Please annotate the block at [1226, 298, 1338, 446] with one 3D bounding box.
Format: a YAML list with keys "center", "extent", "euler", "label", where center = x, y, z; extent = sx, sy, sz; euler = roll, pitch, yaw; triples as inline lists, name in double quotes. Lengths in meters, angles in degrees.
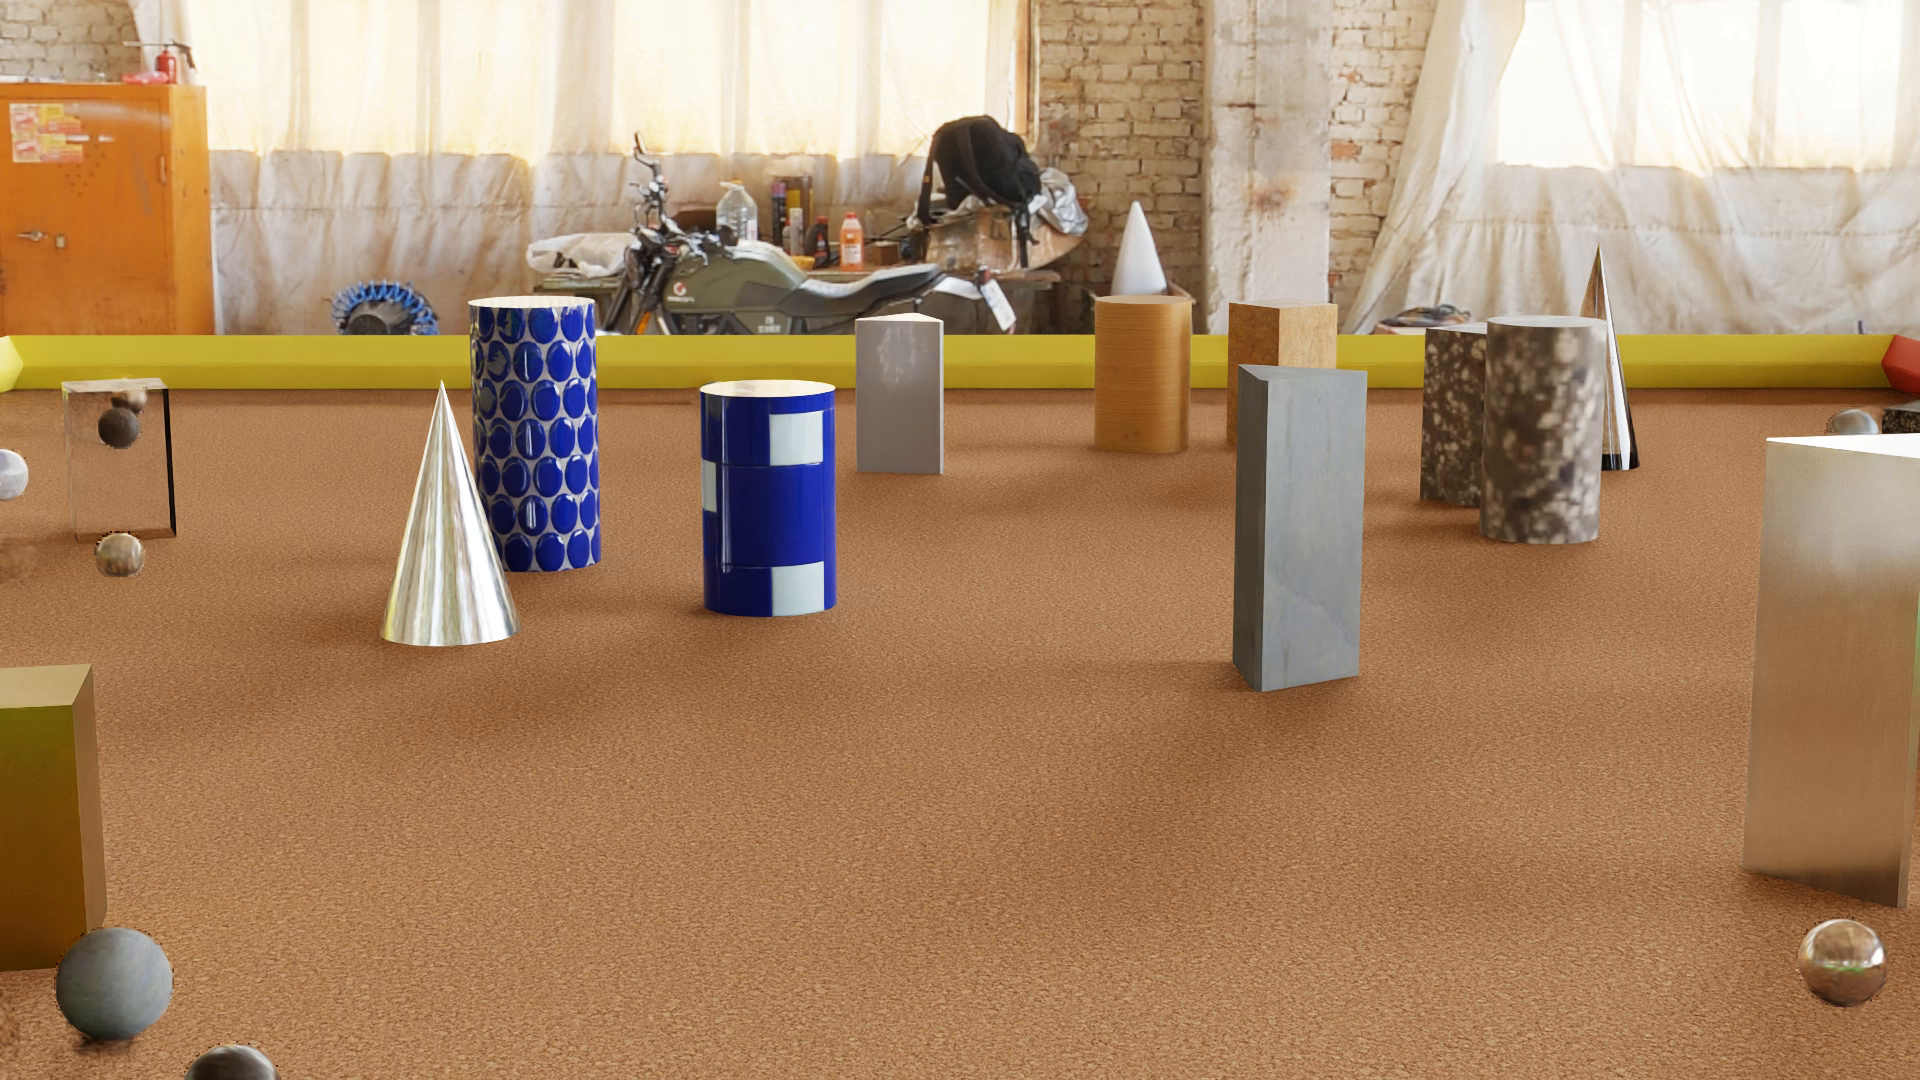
- center: [0.612, -0.316, 4.885]
  extent: [0.145, 0.270, 0.145]
  euler: [-7, 13, -34]
  label: "block"

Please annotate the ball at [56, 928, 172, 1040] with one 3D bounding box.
- center: [-0.636, 0.334, 1.930]
  extent: [0.084, 0.084, 0.084]
  euler: [0, 11, 0]
  label: "ball"

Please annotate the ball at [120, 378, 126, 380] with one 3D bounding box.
- center: [-1.736, -0.301, 5.346]
  extent: [0.073, 0.073, 0.073]
  euler: [0, 11, 0]
  label: "ball"

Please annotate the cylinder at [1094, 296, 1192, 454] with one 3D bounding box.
- center: [0.346, -0.316, 4.860]
  extent: [0.181, 0.280, 0.181]
  euler: [0, 11, 0]
  label: "cylinder"

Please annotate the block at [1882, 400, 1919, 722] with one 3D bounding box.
- center: [1.123, 0.024, 2.870]
  extent: [0.145, 0.345, 0.145]
  euler: [10, 15, 43]
  label: "block"

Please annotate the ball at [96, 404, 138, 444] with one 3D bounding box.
- center: [-1.615, -0.222, 4.912]
  extent: [0.077, 0.077, 0.077]
  euler: [0, 11, 0]
  label: "ball"

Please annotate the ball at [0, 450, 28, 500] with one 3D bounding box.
- center: [-1.599, -0.108, 4.280]
  extent: [0.086, 0.086, 0.086]
  euler: [0, 11, 0]
  label: "ball"

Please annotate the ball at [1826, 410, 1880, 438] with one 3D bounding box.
- center: [1.645, -0.194, 4.725]
  extent: [0.091, 0.091, 0.091]
  euler: [0, 11, 0]
  label: "ball"

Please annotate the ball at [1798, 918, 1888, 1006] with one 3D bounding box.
- center: [0.688, 0.329, 2.000]
  extent: [0.067, 0.067, 0.067]
  euler: [0, 11, 0]
  label: "ball"

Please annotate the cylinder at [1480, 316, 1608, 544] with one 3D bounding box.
- center: [0.900, -0.173, 3.961]
  extent: [0.181, 0.331, 0.181]
  euler: [0, 11, 0]
  label: "cylinder"

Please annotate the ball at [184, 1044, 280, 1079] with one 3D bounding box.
- center: [-0.495, 0.377, 1.745]
  extent: [0.067, 0.067, 0.067]
  euler: [0, 11, 0]
  label: "ball"

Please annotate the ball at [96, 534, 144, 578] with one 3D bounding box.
- center: [-1.193, 0.022, 3.644]
  extent: [0.064, 0.064, 0.064]
  euler: [0, 11, 0]
  label: "ball"

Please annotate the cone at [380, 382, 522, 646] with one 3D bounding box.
- center: [-0.658, -0.044, 3.285]
  extent: [0.181, 0.326, 0.181]
  euler: [0, 11, 0]
  label: "cone"

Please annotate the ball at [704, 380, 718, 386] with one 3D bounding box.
- center: [-0.513, -0.301, 5.366]
  extent: [0.064, 0.064, 0.064]
  euler: [0, 11, 0]
  label: "ball"

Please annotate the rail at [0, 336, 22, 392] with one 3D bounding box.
- center: [-2.085, 0.032, 3.438]
  extent: [0.045, 0.118, 4.663]
  euler: [0, 11, 0]
  label: "rail"

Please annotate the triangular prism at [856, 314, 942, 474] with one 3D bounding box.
- center: [-0.096, -0.266, 4.617]
  extent: [0.157, 0.272, 0.136]
  euler: [2, 11, 11]
  label: "triangular prism"

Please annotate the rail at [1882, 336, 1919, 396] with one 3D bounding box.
- center: [2.085, 0.028, 3.462]
  extent: [0.045, 0.118, 4.663]
  euler: [0, 11, 0]
  label: "rail"

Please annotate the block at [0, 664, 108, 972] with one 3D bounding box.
- center: [-0.795, 0.229, 2.123]
  extent: [0.145, 0.219, 0.145]
  euler: [-2, 11, -12]
  label: "block"

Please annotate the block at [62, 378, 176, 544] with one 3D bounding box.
- center: [-1.302, -0.125, 3.971]
  extent: [0.145, 0.232, 0.145]
  euler: [-4, 11, -22]
  label: "block"

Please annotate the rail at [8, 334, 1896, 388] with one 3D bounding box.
- center: [-0.013, -0.395, 5.718]
  extent: [4.218, 0.118, 0.045]
  euler: [0, 11, 0]
  label: "rail"

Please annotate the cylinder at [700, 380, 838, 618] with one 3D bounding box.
- center: [-0.257, -0.059, 3.454]
  extent: [0.181, 0.293, 0.181]
  euler: [0, 11, 0]
  label: "cylinder"

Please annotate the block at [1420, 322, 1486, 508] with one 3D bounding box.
- center: [0.874, -0.209, 4.274]
  extent: [0.145, 0.287, 0.145]
  euler: [-9, 14, -40]
  label: "block"

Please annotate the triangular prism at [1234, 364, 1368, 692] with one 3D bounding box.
- center: [0.375, -0.021, 3.056]
  extent: [0.157, 0.365, 0.136]
  euler: [-7, 13, -33]
  label: "triangular prism"

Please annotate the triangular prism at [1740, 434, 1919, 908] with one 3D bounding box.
- center: [0.816, 0.107, 2.294]
  extent: [0.136, 0.395, 0.157]
  euler: [-10, 14, -41]
  label: "triangular prism"

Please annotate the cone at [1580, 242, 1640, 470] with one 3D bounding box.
- center: [1.149, -0.338, 4.647]
  extent: [0.181, 0.403, 0.181]
  euler: [0, 11, 0]
  label: "cone"

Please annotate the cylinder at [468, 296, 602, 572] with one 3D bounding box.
- center: [-0.619, -0.157, 3.743]
  extent: [0.181, 0.381, 0.181]
  euler: [0, 11, 0]
  label: "cylinder"
